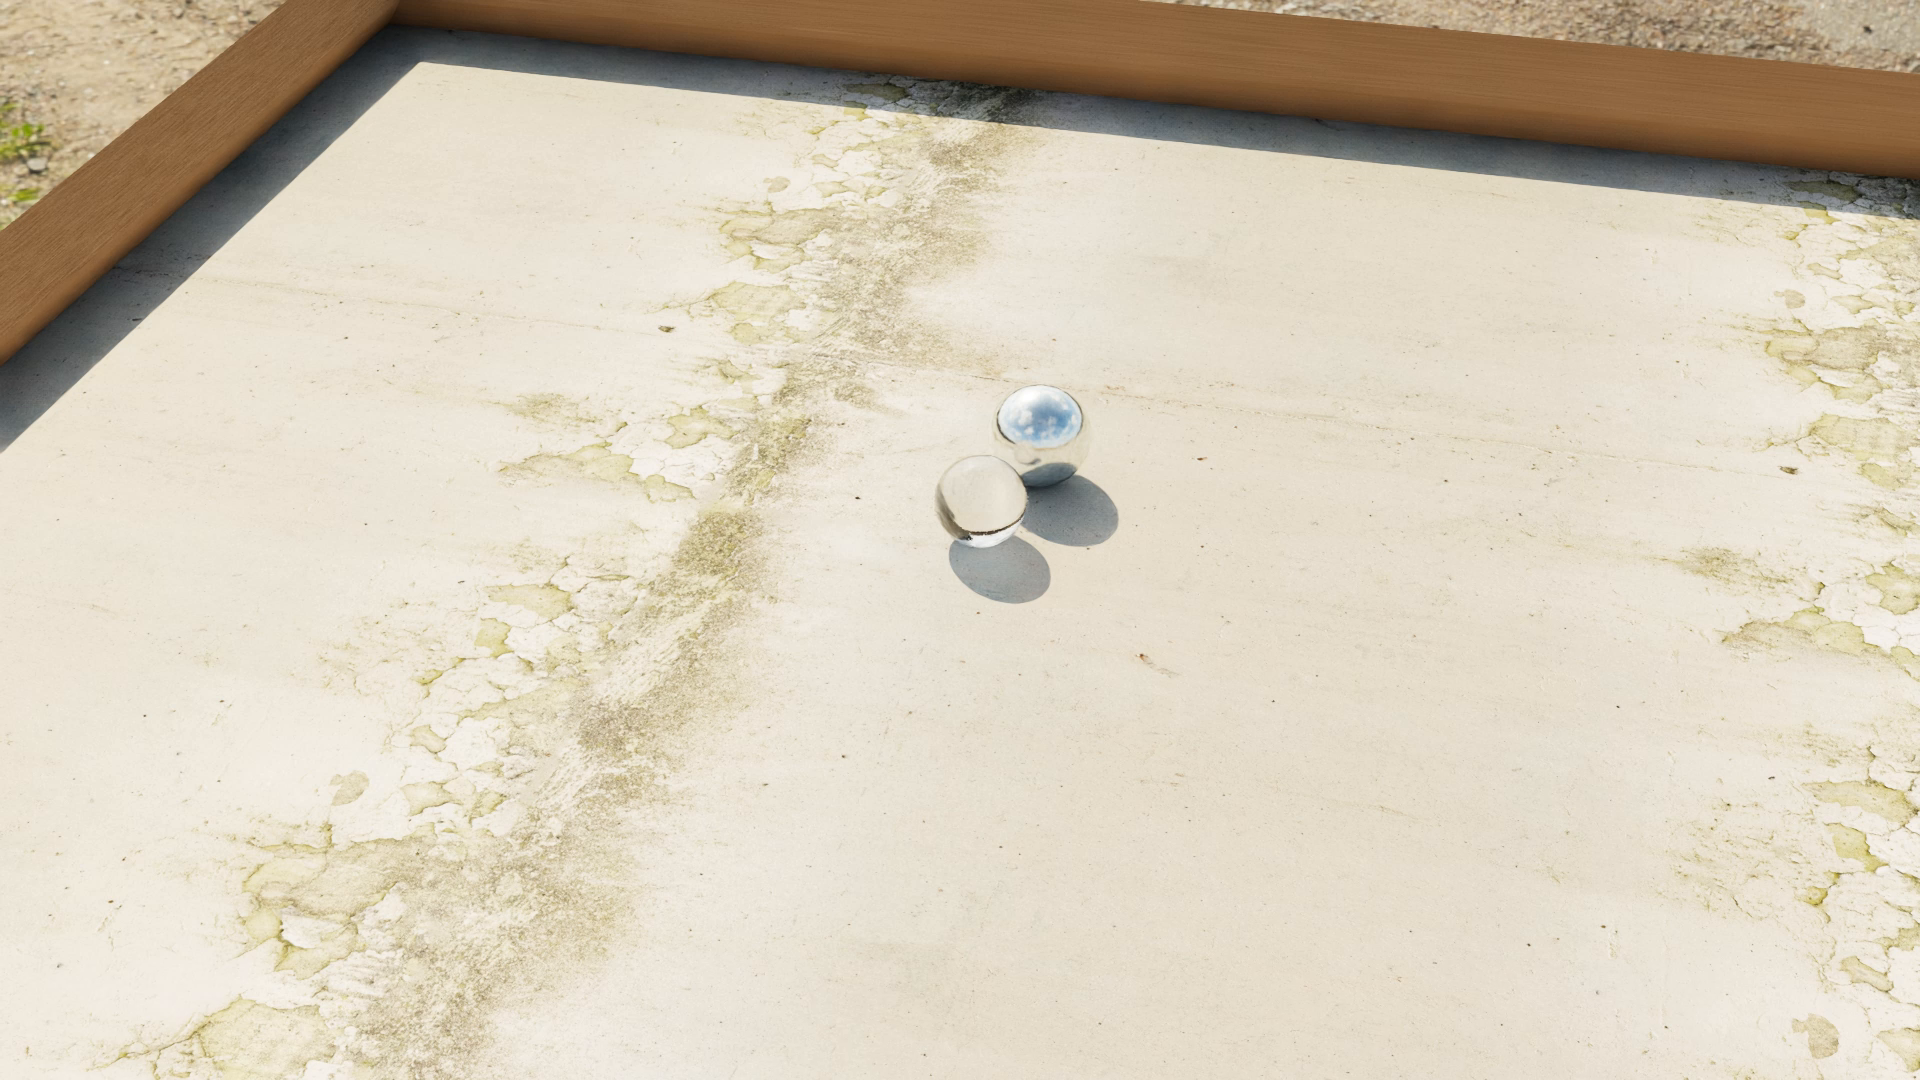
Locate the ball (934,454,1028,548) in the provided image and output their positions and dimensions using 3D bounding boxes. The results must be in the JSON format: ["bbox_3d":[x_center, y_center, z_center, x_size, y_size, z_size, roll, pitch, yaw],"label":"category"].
[{"bbox_3d":[0.016,-0.031,2.053,0.075,0.075,0.075,0,34,0],"label":"ball"}]

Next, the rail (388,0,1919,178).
[{"bbox_3d":[1.121,-0.385,2.548,3.693,0.112,0.045,8,35,12],"label":"rail"}]

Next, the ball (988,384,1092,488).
[{"bbox_3d":[0.066,-0.087,2.127,0.086,0.086,0.086,0,34,0],"label":"ball"}]

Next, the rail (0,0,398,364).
[{"bbox_3d":[-0.872,-0.136,2.175,0.045,0.112,1.892,8,35,12],"label":"rail"}]
